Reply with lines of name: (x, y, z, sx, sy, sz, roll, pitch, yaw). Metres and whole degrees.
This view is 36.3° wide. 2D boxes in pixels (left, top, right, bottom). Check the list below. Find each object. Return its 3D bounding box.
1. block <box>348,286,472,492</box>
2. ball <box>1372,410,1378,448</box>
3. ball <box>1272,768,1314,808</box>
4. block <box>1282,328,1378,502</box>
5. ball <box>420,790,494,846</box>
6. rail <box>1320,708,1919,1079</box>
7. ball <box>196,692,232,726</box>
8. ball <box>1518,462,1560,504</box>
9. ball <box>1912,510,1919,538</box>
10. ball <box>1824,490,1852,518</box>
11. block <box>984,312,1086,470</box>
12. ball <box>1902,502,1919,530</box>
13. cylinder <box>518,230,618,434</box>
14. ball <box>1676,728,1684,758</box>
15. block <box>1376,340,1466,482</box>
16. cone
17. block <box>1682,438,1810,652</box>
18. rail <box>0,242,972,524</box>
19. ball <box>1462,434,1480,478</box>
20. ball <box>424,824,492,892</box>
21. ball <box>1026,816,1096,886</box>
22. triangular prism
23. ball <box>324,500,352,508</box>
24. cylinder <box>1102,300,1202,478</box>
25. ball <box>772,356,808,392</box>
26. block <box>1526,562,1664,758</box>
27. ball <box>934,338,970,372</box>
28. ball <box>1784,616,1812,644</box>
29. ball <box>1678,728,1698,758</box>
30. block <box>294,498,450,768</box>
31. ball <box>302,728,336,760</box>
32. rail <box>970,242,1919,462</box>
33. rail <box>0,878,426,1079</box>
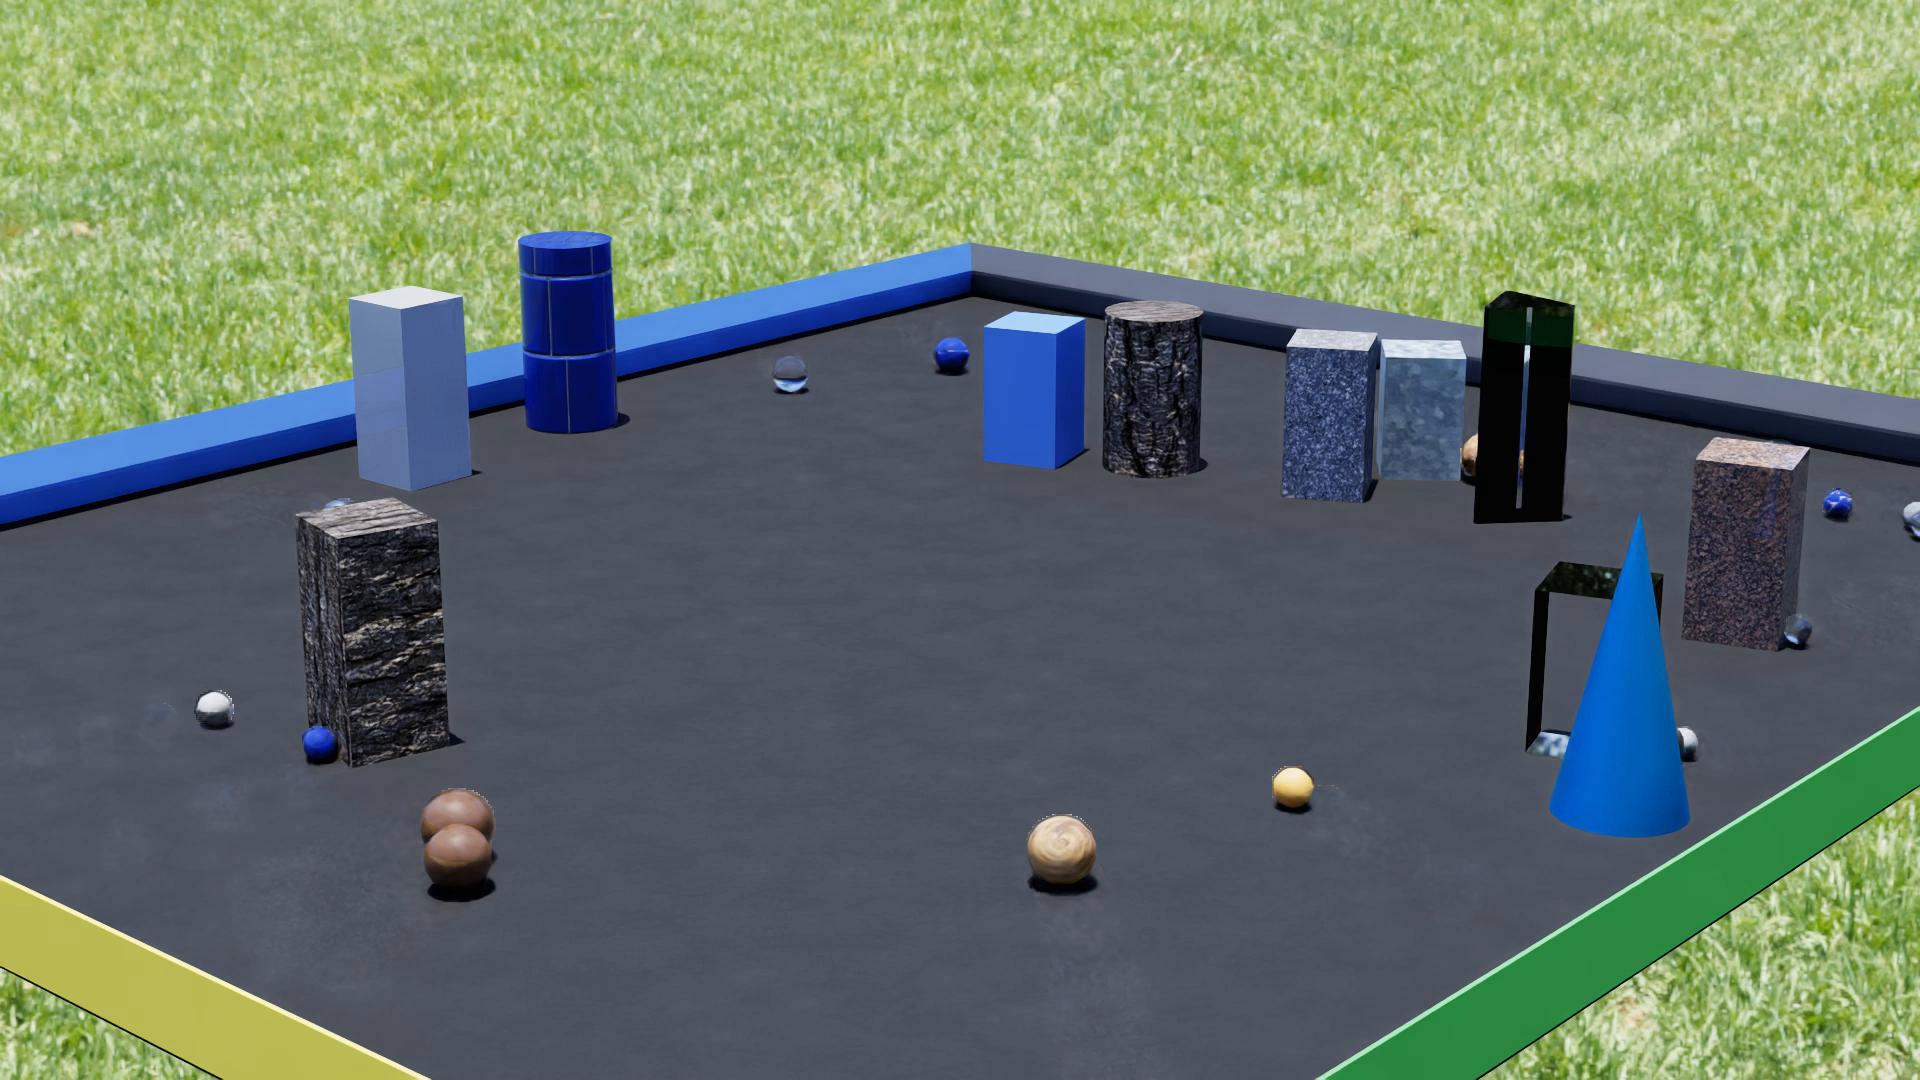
block: (-1.090, -0.303, 5.821, 0.157, 0.366, 0.157, 14, 21, 38)
ball: (0.884, -0.228, 6.031, 0.095, 0.095, 0.095, 0, 17, 0)
ball: (0.475, 0.353, 4.180, 0.057, 0.057, 0.057, 0, 17, 0)
block: (0.723, -0.244, 5.737, 0.157, 0.303, 0.157, 4, 17, 13)
ball: (-0.685, 0.389, 3.989, 0.098, 0.098, 0.098, 0, 17, 0)
rail: (1.231, 0.340, 4.097, 0.045, 0.128, 3.888, 14, 22, 39)
ball: (-1.145, 0.260, 4.500, 0.052, 0.052, 0.052, 0, 17, 0)
ball: (1.118, -0.111, 5.666, 0.079, 0.079, 0.079, 0, 17, 0)
ball: (1.799, -0.031, 5.445, 0.063, 0.063, 0.063, 0, 17, 0)
ball: (1.672, -0.068, 5.583, 0.054, 0.054, 0.054, 0, 17, 0)
block: (0.152, -0.307, 5.985, 0.157, 0.280, 0.157, 7, 18, 23)
ball: (1.798, -0.045, 5.507, 0.053, 0.053, 0.053, 0, 17, 0)
cylinder: (-0.831, -0.441, 6.225, 0.197, 0.398, 0.197, 0, 17, 0)
ball: (1.034, 0.302, 4.327, 0.069, 0.069, 0.069, 0, 17, 0)
block: (0.924, -0.261, 5.885, 0.157, 0.250, 0.157, 1, 17, 4)
cone: (0.938, 0.172, 4.108, 0.197, 0.446, 0.197, 0, 17, 0)
block: (1.311, 0.006, 4.893, 0.157, 0.311, 0.157, 8, 18, 24)
rail: (-1.231, -0.276, 6.143, 0.045, 0.128, 3.888, 14, 22, 39)
ball: (1.043, -0.166, 5.822, 0.094, 0.094, 0.094, 0, 17, 0)
ball: (-0.667, 0.422, 3.895, 0.090, 0.090, 0.090, 0, 17, 0)
ball: (0.136, 0.415, 3.913, 0.093, 0.093, 0.093, 0, 17, 0)
triangular prism: (1.052, -0.255, 5.574, 0.170, 0.417, 0.148, -2, 17, -6)
ball: (-1.156, -0.042, 5.470, 0.069, 0.069, 0.069, 0, 17, 0)
cylinder: (0.388, -0.304, 5.906, 0.197, 0.320, 0.197, 0, 17, 0)
ball: (-0.379, -0.371, 6.545, 0.079, 0.079, 0.079, 0, 17, 0)
block: (0.951, 0.185, 4.394, 0.157, 0.256, 0.157, 7, 18, 23)
ball: (-0.019, -0.425, 6.721, 0.080, 0.080, 0.080, 0, 17, 0)
ball: (1.389, 0.149, 4.860, 0.045, 0.045, 0.045, 0, 17, 0)
ball: (1.076, 0.302, 4.369, 0.046, 0.046, 0.046, 0, 17, 0)
block: (-0.879, 0.136, 4.386, 0.157, 0.354, 0.157, -11, 20, -33)
ball: (-0.952, 0.304, 4.359, 0.048, 0.048, 0.048, 0, 17, 0)
rail: (1.259, -0.386, 6.508, 3.307, 0.128, 0.045, 14, 22, 39)
rail: (-1.259, 0.451, 3.731, 3.307, 0.128, 0.045, 14, 22, 39)
